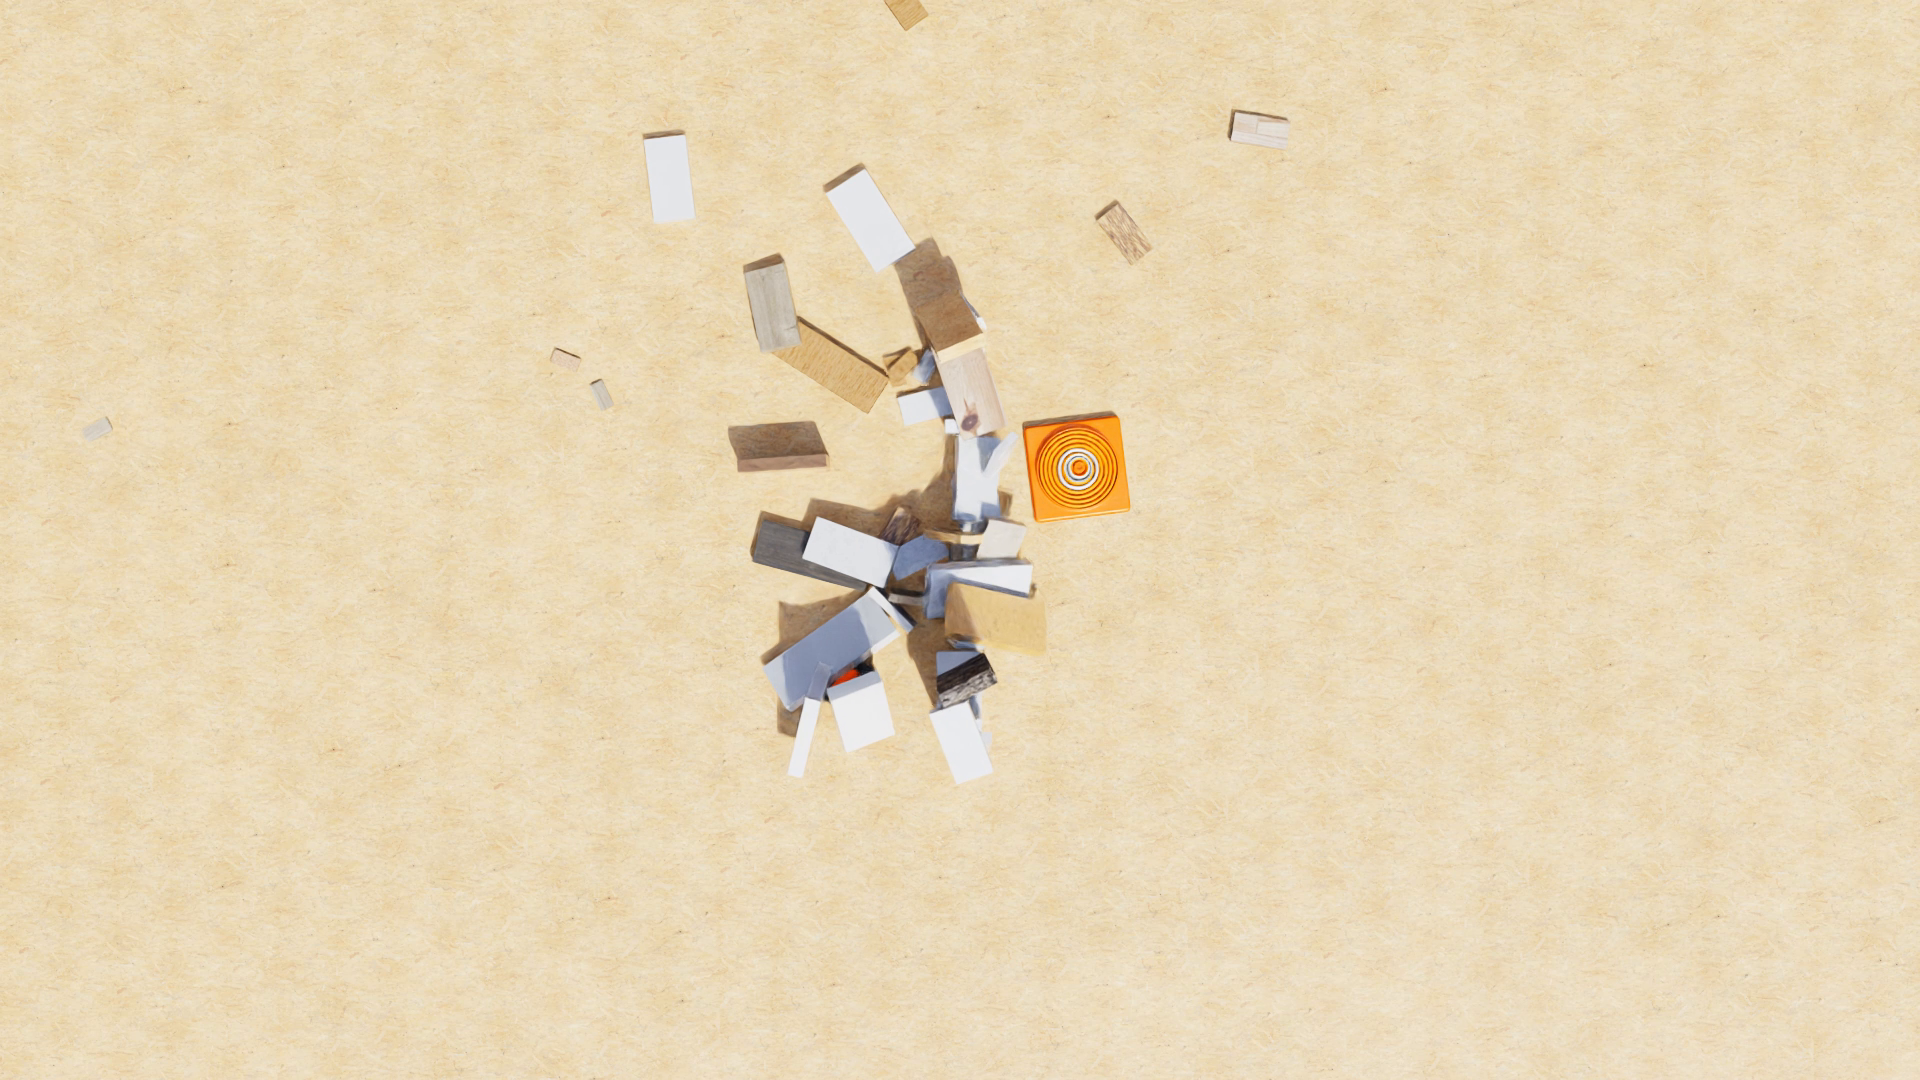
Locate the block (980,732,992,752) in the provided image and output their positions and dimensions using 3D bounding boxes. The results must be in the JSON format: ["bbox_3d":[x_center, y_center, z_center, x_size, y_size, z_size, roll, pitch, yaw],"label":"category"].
[{"bbox_3d":[0.031,0.657,5.227,0.120,0.554,0.034,3,76,0],"label":"block"}]

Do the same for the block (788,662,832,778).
[{"bbox_3d":[-0.484,0.583,5.325,0.049,0.175,0.349,16,127,-1],"label":"block"}]

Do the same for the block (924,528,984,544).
[{"bbox_3d":[-0.020,-0.013,5.355,0.095,0.191,0.027,-3,98,-38],"label":"block"}]

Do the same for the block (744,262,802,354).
[{"bbox_3d":[-0.616,-0.765,5.453,0.137,0.039,0.274,-13,82,8],"label":"block"}]

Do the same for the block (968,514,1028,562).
[{"bbox_3d":[0.105,0.063,5.407,0.141,0.040,0.282,11,111,-26],"label":"block"}]

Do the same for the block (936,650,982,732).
[{"bbox_3d":[-0.002,0.488,5.204,0.138,0.039,0.275,-1,90,0],"label":"block"}]

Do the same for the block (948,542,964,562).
[{"bbox_3d":[0.012,0.092,5.473,0.099,0.028,0.197,3,90,-17],"label":"block"}]

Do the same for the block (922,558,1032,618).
[{"bbox_3d":[0.056,0.158,5.382,0.349,0.049,0.175,-3,116,-21],"label":"block"}]

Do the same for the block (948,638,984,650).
[{"bbox_3d":[0.019,0.329,5.398,0.095,0.191,0.027,2,95,-9],"label":"block"}]

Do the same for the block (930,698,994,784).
[{"bbox_3d":[0.006,0.603,4.935,0.120,0.034,0.239,-19,104,6],"label":"block"}]

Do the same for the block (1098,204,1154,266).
[{"bbox_3d":[0.550,-1.016,5.487,0.093,0.026,0.186,-38,90,0],"label":"block"}]

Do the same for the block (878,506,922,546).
[{"bbox_3d":[-0.218,-0.003,5.461,0.099,0.028,0.197,32,86,-24],"label":"block"}]

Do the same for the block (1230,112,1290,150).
[{"bbox_3d":[0.999,-1.358,5.487,0.186,0.026,0.093,9,90,0],"label":"block"}]

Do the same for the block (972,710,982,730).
[{"bbox_3d":[0.005,0.553,5.065,0.120,0.239,0.034,1,91,0],"label":"block"}]

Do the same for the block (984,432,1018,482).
[{"bbox_3d":[0.131,-0.269,5.316,0.027,0.191,0.095,40,65,7],"label":"block"}]

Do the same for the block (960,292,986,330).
[{"bbox_3d":[-0.023,-0.709,5.351,0.154,0.309,0.044,-29,116,0],"label":"block"}]

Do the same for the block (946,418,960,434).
[{"bbox_3d":[0.029,-0.372,5.347,0.152,0.304,0.043,-2,95,0],"label":"block"}]

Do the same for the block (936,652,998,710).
[{"bbox_3d":[0.017,0.425,5.010,0.172,0.345,0.049,-27,95,0],"label":"block"}]

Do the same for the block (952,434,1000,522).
[{"bbox_3d":[0.052,-0.200,5.414,0.141,0.040,0.282,4,86,-17],"label":"block"}]

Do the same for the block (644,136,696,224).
[{"bbox_3d":[-0.962,-1.197,5.481,0.137,0.039,0.274,-7,90,0],"label":"block"}]

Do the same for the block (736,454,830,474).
[{"bbox_3d":[-0.579,-0.249,5.428,0.290,0.145,0.041,-4,90,0],"label":"block"}]

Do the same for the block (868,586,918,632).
[{"bbox_3d":[-0.222,0.224,5.451,0.191,0.095,0.027,45,99,0],"label":"block"}]

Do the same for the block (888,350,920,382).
[{"bbox_3d":[-0.187,-0.578,5.478,0.103,0.015,0.051,-45,90,0],"label":"block"}]

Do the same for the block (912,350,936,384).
[{"bbox_3d":[-0.113,-0.577,5.488,0.051,0.015,0.103,30,90,11],"label":"block"}]

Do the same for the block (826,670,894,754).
[{"bbox_3d":[-0.318,0.557,5.333,0.172,0.345,0.049,-21,55,-9],"label":"block"}]

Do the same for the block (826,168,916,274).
[{"bbox_3d":[-0.296,-1.056,5.478,0.154,0.044,0.309,-33,90,0],"label":"block"}]

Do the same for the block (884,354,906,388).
[{"bbox_3d":[-0.215,-0.562,5.493,0.051,0.015,0.103,-16,90,0],"label":"block"}]

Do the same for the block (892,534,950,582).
[{"bbox_3d":[-0.143,0.048,5.456,0.197,0.028,0.099,-27,92,-17],"label":"block"}]

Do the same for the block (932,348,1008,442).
[{"bbox_3d":[0.032,-0.479,5.173,0.152,0.043,0.304,-19,89,0],"label":"block"}]

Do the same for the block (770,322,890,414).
[{"bbox_3d":[-0.434,-0.580,5.481,0.387,0.039,0.137,32,90,0],"label":"block"}]

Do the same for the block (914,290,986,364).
[{"bbox_3d":[-0.032,-0.671,5.178,0.154,0.309,0.044,-23,127,-1],"label":"block"}]

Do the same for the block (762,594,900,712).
[{"bbox_3d":[-0.425,0.367,5.438,0.441,0.049,0.172,-35,62,0],"label":"block"}]

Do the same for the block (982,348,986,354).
[{"bbox_3d":[0.005,-0.579,5.348,0.152,0.304,0.043,-5,90,0],"label":"block"}]

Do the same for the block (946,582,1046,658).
[{"bbox_3d":[0.118,0.259,5.332,0.349,0.049,0.175,14,62,-27],"label":"block"}]

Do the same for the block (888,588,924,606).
[{"bbox_3d":[-0.137,0.193,5.451,0.191,0.095,0.027,8,101,0],"label":"block"}]

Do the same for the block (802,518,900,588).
[{"bbox_3d":[-0.356,0.041,5.412,0.290,0.041,0.145,20,90,11],"label":"block"}]

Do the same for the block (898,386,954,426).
[{"bbox_3d":[-0.103,-0.449,5.486,0.191,0.027,0.095,-14,90,0],"label":"block"}]

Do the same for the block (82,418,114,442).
[{"bbox_3d":[-2.873,-0.367,5.493,0.093,0.013,0.046,-27,90,0],"label":"block"}]

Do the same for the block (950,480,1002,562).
[{"bbox_3d":[0.065,-0.069,5.454,0.141,0.040,0.282,-9,88,-16],"label":"block"}]

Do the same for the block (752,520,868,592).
[{"bbox_3d":[-0.484,0.052,5.479,0.386,0.041,0.145,15,90,0],"label":"block"}]

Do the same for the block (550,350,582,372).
[{"bbox_3d":[-1.313,-0.596,5.493,0.093,0.013,0.046,22,90,0],"label":"block"}]

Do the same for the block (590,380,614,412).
[{"bbox_3d":[-1.193,-0.480,5.493,0.046,0.013,0.093,-26,90,0],"label":"block"}]

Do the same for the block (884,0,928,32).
[{"bbox_3d":[-0.198,-1.797,5.487,0.093,0.026,0.186,-35,90,0],"label":"block"}]
